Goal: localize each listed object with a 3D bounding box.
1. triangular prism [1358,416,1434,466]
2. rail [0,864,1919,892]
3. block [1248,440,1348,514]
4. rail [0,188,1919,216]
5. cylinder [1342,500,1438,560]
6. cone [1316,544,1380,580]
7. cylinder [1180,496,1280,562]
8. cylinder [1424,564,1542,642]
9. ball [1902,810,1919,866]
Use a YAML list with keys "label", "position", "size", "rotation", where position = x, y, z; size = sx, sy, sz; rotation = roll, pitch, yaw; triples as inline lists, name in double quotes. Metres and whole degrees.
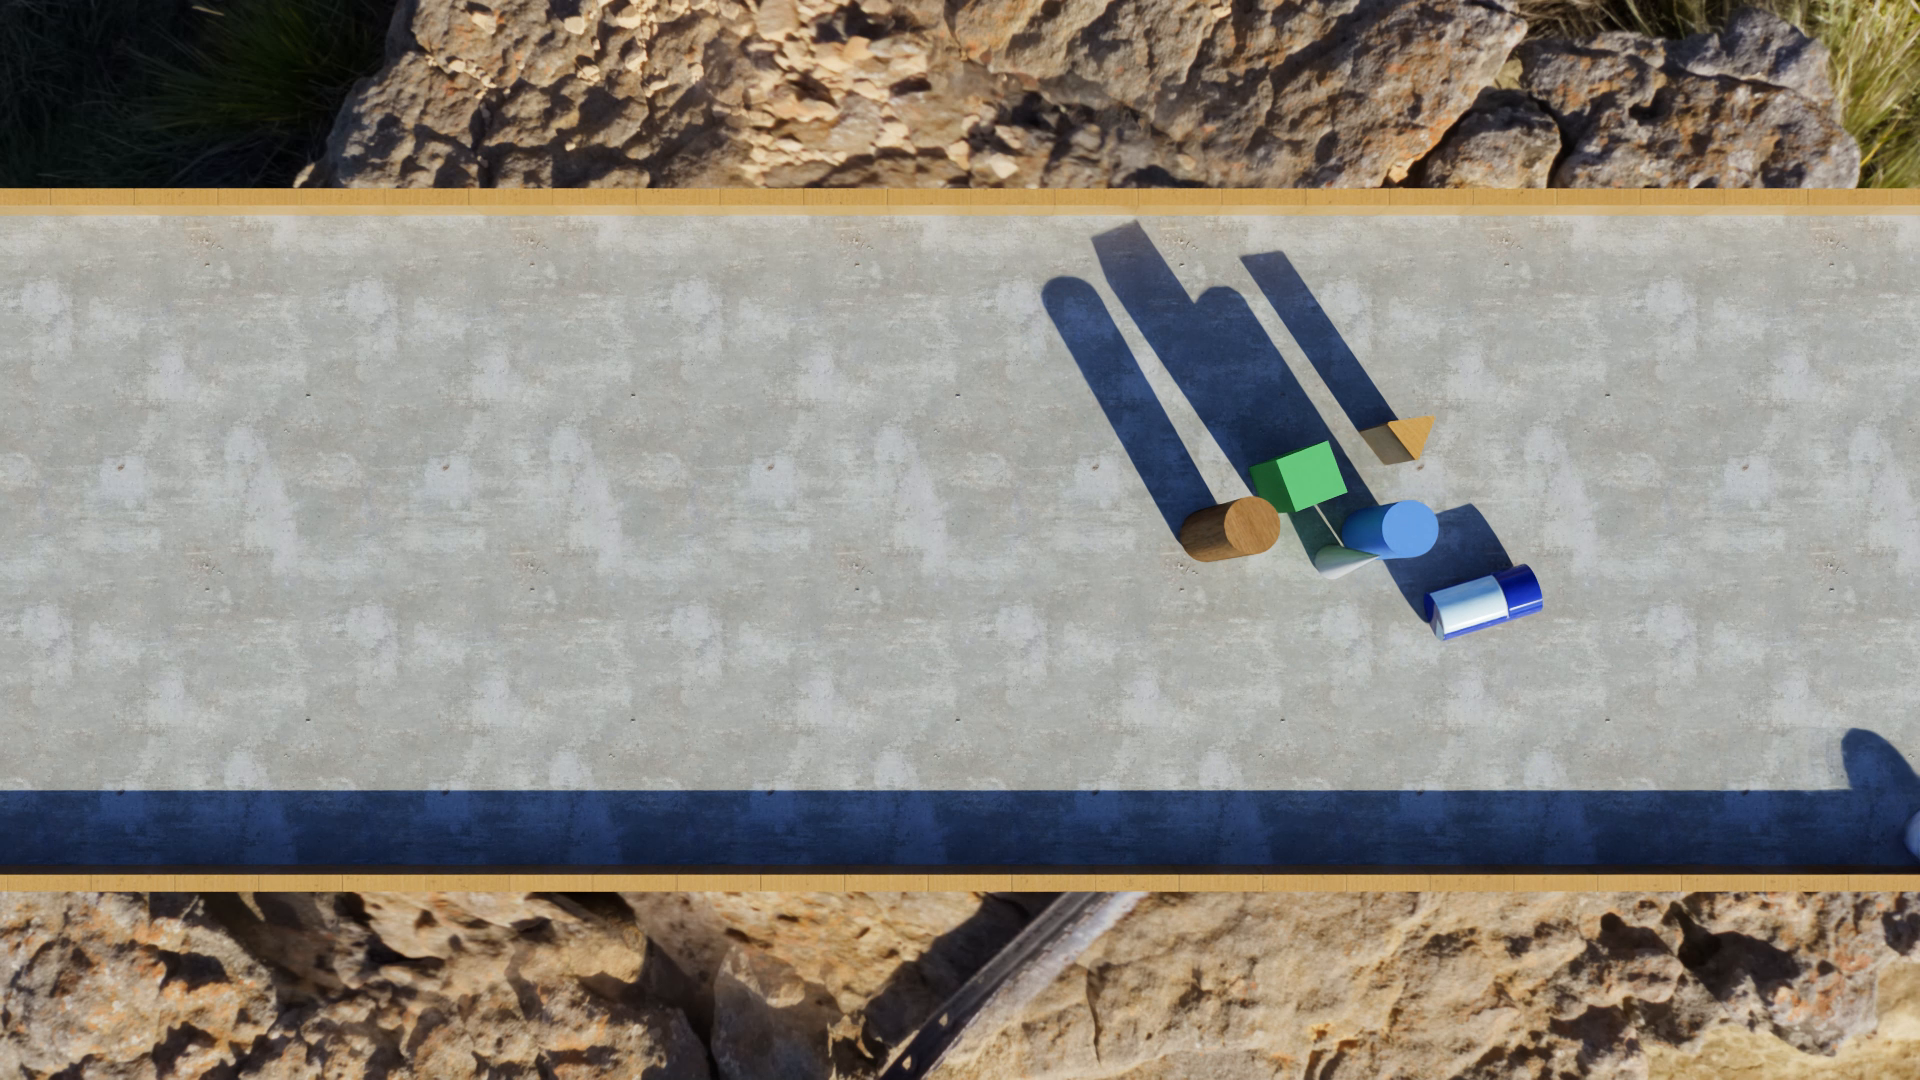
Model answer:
- label: "triangular prism"
  position: [1.315, -0.318, 4.903]
  size: [0.117, 0.348, 0.136]
  rotation: [-38, 90, 0]
- label: "rail"
  position: [-2.247, 1.025, 5.001]
  size: [12.000, 0.150, 0.050]
  rotation: [0, 90, 0]
- label: "block"
  position: [0.985, -0.179, 4.847]
  size: [0.154, 0.460, 0.154]
  rotation: [-21, 90, 0]
- label: "rail"
  position: [-2.247, -1.025, 5.002]
  size: [12.000, 0.150, 0.050]
  rotation: [0, 90, 0]
- label: "cylinder"
  position: [1.260, -0.025, 4.856]
  size: [0.161, 0.435, 0.161]
  rotation: [0, 88, -2]
- label: "cone"
  position: [1.168, 0.055, 4.864]
  size: [0.108, 0.415, 0.108]
  rotation: [0, 87, -7]
- label: "cylinder"
  position: [0.788, -0.027, 4.844]
  size: [0.164, 0.444, 0.164]
  rotation: [1, 86, -8]
- label: "cylinder"
  position: [1.584, 0.189, 5.000]
  size: [0.309, 0.155, 0.155]
  rotation: [-17, 90, 0]
- label: "ball"
  position: [2.955, 0.903, 4.980]
  size: [0.194, 0.194, 0.194]
  rotation: [0, 90, 0]
